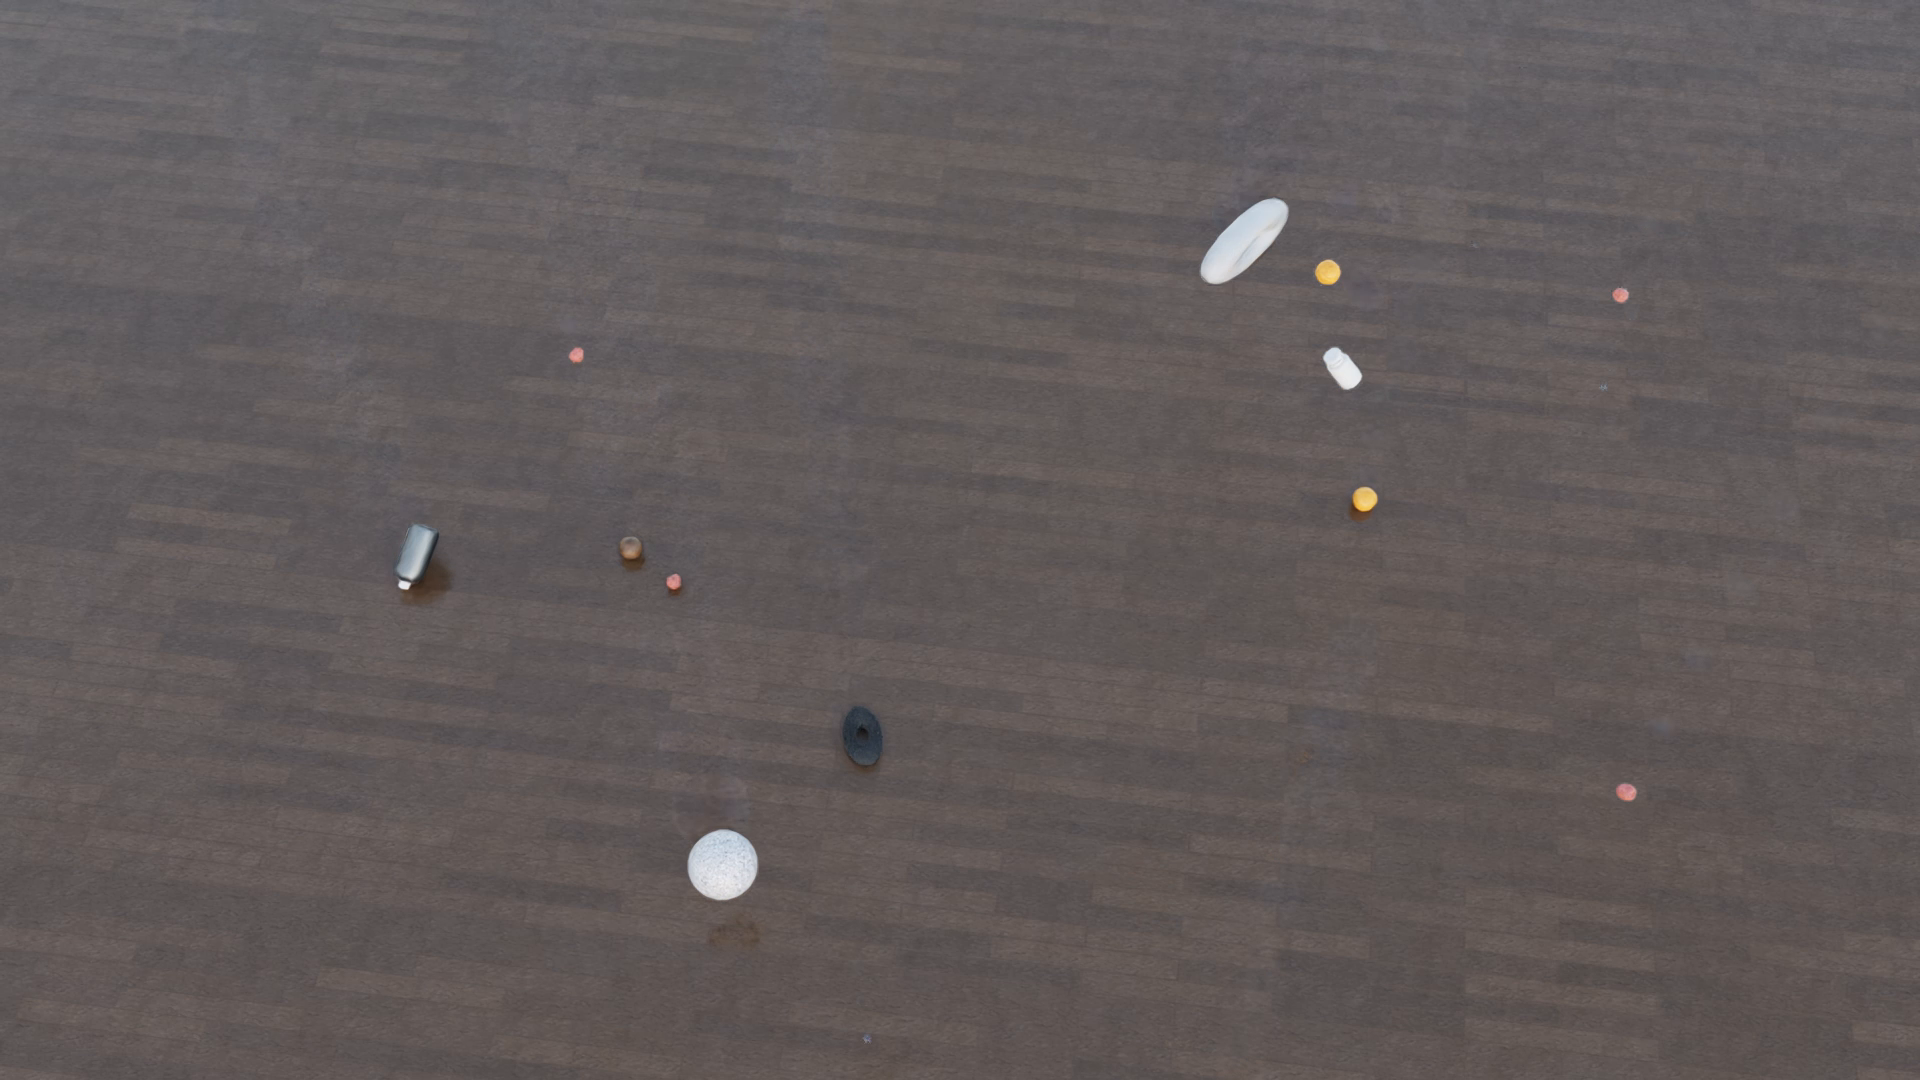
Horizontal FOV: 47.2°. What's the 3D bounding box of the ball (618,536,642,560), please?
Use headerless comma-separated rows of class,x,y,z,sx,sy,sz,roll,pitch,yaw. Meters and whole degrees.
ball,-0.976,0.022,6.517,0.069,0.069,0.069,0,56,0

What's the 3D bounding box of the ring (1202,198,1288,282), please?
ring,0.923,-0.969,7.110,0.094,0.189,0.440,35,58,20

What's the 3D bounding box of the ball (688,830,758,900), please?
ball,-0.614,0.842,5.698,0.180,0.180,0.180,0,56,0

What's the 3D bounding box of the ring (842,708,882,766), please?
ring,-0.273,0.551,6.175,0.110,0.050,0.184,-10,58,-5
